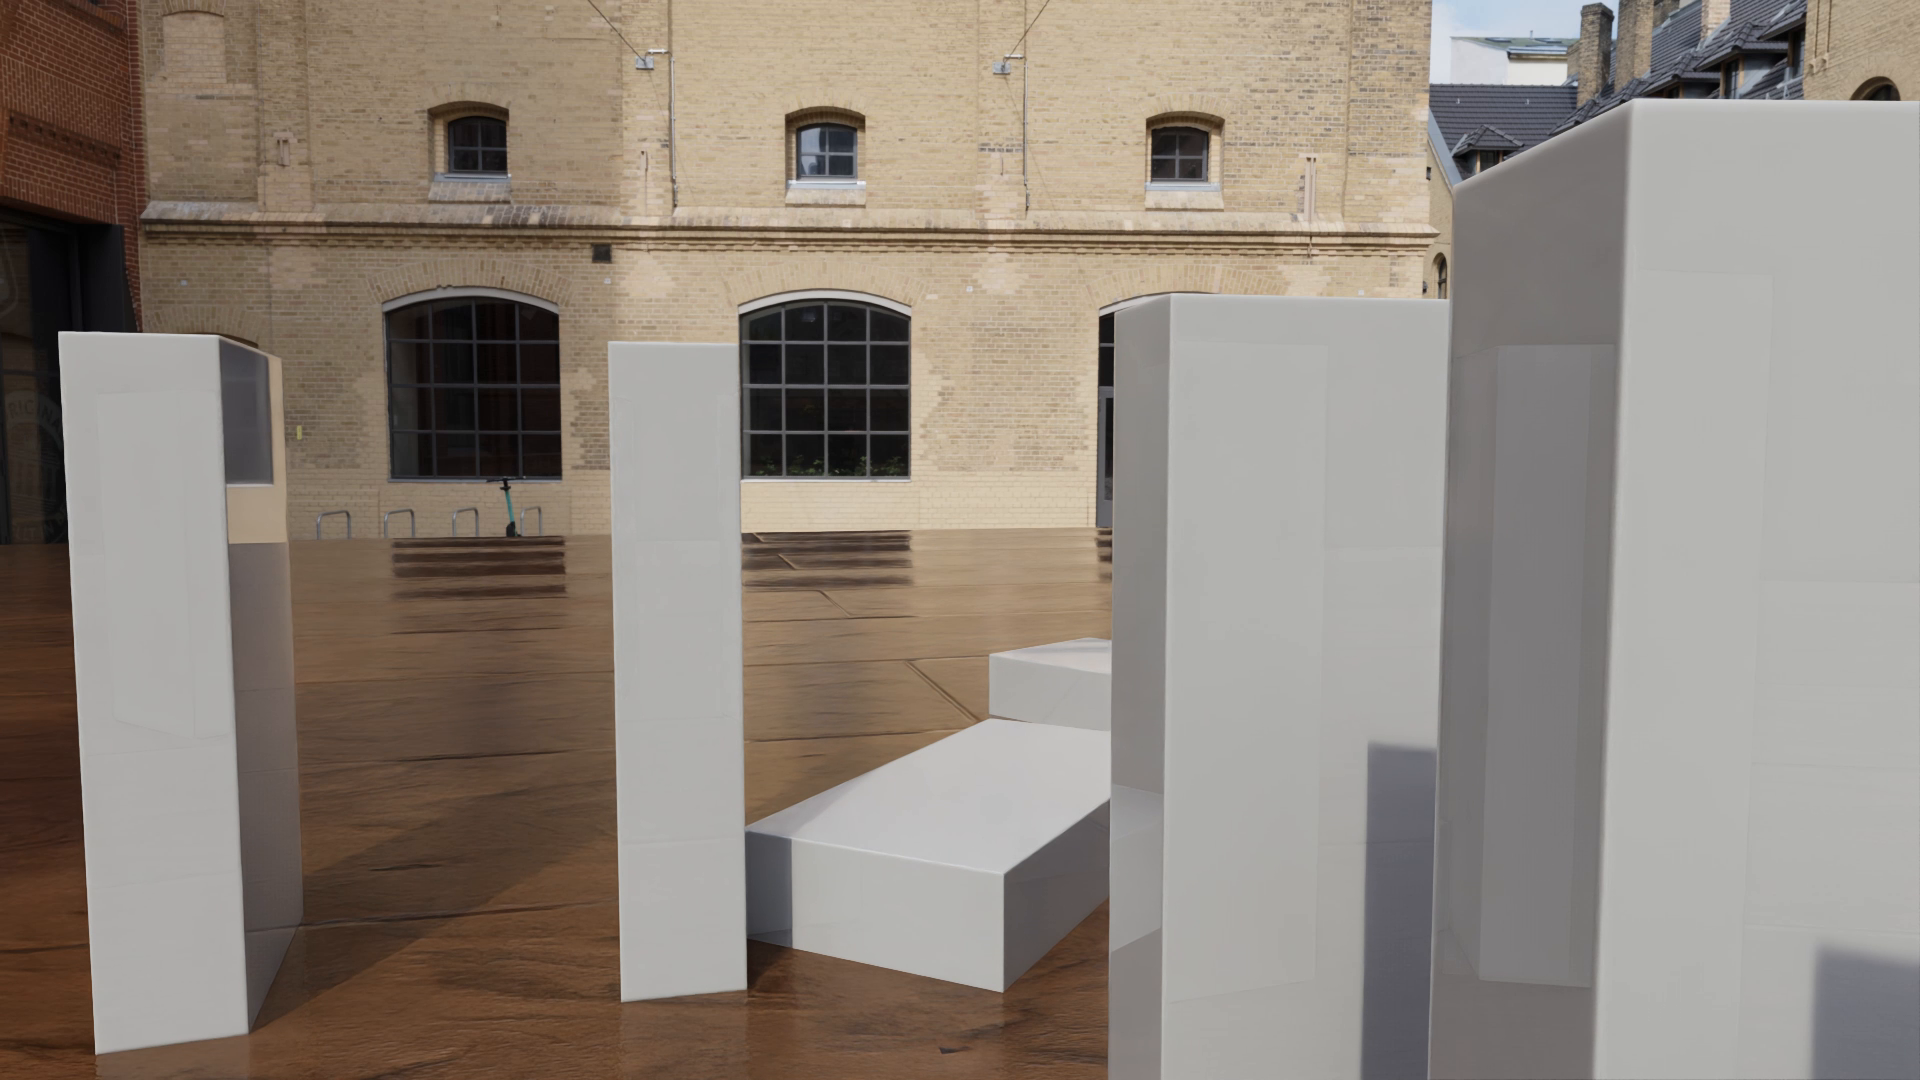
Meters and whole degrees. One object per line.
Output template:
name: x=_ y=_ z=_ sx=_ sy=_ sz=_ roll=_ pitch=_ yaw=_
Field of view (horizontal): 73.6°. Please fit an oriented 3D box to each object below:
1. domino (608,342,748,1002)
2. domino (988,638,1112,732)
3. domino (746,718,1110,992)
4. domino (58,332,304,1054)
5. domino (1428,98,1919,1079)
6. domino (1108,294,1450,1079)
domino: x=-0.024 y=0.009 z=0.109 sx=0.009 sy=0.050 sz=0.025 roll=-1 pitch=4 yaw=-14
domino: x=0.031 y=0.023 z=0.193 sx=0.050 sy=0.010 sz=0.025 roll=4 pitch=6 yaw=45
domino: x=0.003 y=0.028 z=0.127 sx=0.025 sy=0.009 sz=0.050 roll=2 pitch=5 yaw=27
domino: x=-0.060 y=0.010 z=0.101 sx=0.010 sy=0.050 sz=0.025 roll=-1 pitch=5 yaw=-19
domino: x=0.027 y=0.015 z=0.035 sx=0.025 sy=0.050 sz=0.010 roll=0 pitch=4 yaw=-2
domino: x=0.022 y=0.012 z=0.073 sx=0.025 sy=0.050 sz=0.009 roll=-1 pitch=4 yaw=-10
